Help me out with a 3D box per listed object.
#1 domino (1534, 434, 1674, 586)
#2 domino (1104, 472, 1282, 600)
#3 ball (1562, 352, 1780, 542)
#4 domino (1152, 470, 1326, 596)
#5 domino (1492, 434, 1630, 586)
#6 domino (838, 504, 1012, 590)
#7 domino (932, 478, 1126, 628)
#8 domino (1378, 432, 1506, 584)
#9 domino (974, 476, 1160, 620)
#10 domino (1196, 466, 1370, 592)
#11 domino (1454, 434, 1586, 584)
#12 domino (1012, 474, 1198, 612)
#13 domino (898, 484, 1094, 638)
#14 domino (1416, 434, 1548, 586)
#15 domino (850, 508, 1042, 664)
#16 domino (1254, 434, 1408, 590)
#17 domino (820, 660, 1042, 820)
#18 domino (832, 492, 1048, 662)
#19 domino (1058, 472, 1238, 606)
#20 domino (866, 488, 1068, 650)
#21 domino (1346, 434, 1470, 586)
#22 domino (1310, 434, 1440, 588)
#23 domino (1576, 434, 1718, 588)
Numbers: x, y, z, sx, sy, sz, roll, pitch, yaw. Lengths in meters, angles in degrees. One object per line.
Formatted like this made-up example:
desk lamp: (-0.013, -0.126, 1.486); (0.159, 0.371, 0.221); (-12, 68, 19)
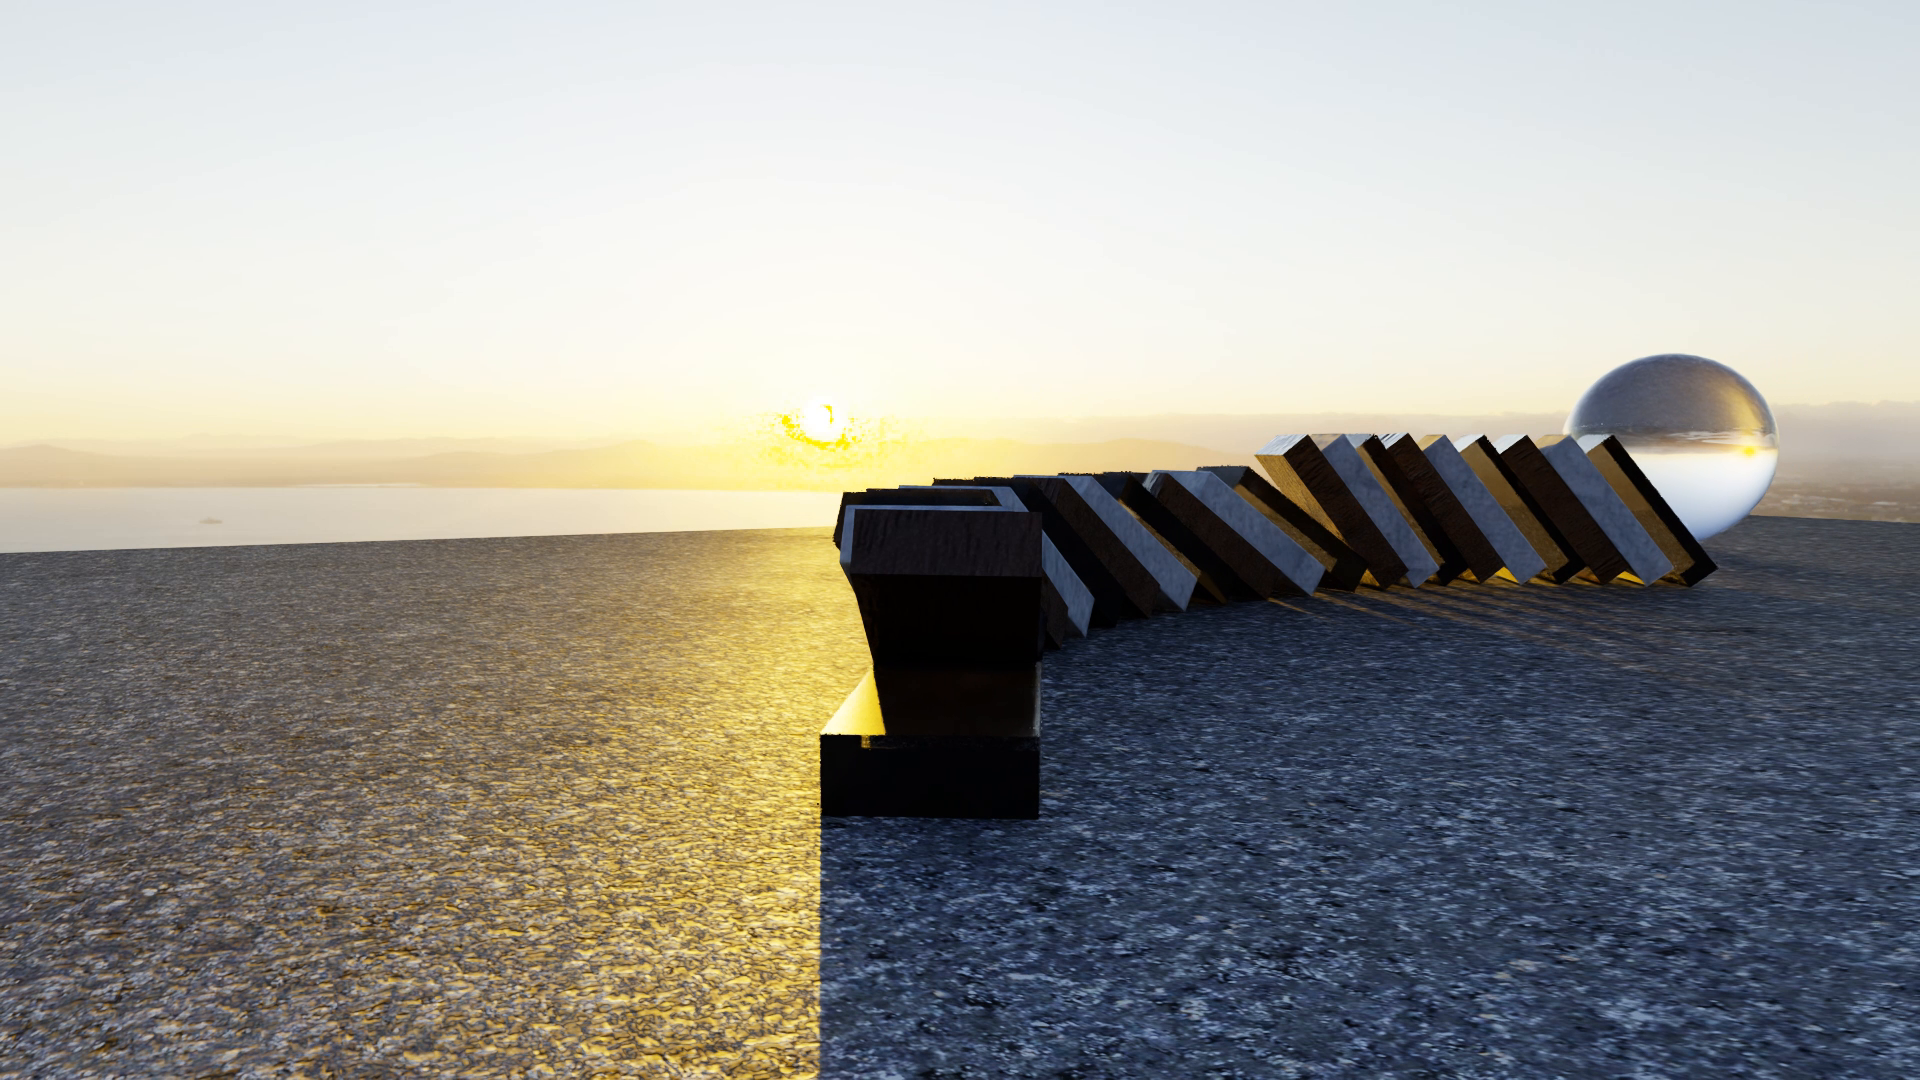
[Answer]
domino: (0.195, -0.010, 0.394); (0.009, 0.050, 0.025); (-38, -2, 9)
domino: (0.061, -0.001, 0.347); (0.050, 0.010, 0.025); (36, -16, -30)
ball: (0.294, -0.038, 0.534); (0.080, 0.080, 0.080); (0, 4, 0)
domino: (0.076, -0.002, 0.358); (0.050, 0.009, 0.025); (35, -13, -27)
domino: (0.183, -0.010, 0.397); (0.009, 0.050, 0.025); (-38, -2, 9)
domino: (-0.002, 0.010, 0.212); (0.025, 0.010, 0.050); (1, -26, 8)
domino: (0.015, 0.003, 0.288); (0.025, 0.009, 0.050); (3, -28, 35)
domino: (0.145, -0.010, 0.397); (0.009, 0.050, 0.025); (-37, 3, 2)
domino: (0.025, 0.002, 0.304); (0.025, 0.009, 0.050); (3, -27, 39)
domino: (0.091, -0.003, 0.369); (0.050, 0.009, 0.025); (35, -10, -20)
domino: (0.171, -0.010, 0.399); (0.010, 0.050, 0.025); (-38, -2, 9)
domino: (0.035, 0.001, 0.320); (0.025, 0.009, 0.050); (4, -27, 46)
domino: (0.008, 0.005, 0.270); (0.025, 0.009, 0.050); (2, -27, 28)
domino: (0.159, -0.010, 0.398); (0.009, 0.050, 0.025); (-38, -1, 9)
domino: (-0.001, 0.011, 0.191); (0.025, 0.010, 0.050); (1, -26, 2)
domino: (0.109, -0.009, 0.380); (0.010, 0.050, 0.025); (-39, 7, -2)
domino: (-0.002, 0.025, 0.171); (0.025, 0.009, 0.050); (0, 4, 4)
domino: (-0.002, 0.008, 0.232); (0.025, 0.009, 0.050); (1, -28, 18)
domino: (0.047, 0.000, 0.334); (0.050, 0.010, 0.025); (38, -20, -35)
domino: (0.002, 0.006, 0.252); (0.025, 0.009, 0.050); (2, -27, 24)
domino: (0.133, -0.010, 0.393); (0.009, 0.050, 0.025); (-38, 7, -2)
domino: (0.121, -0.009, 0.386); (0.010, 0.050, 0.025); (-38, 7, -2)
domino: (0.207, -0.010, 0.393); (0.009, 0.050, 0.025); (-38, -2, 9)
